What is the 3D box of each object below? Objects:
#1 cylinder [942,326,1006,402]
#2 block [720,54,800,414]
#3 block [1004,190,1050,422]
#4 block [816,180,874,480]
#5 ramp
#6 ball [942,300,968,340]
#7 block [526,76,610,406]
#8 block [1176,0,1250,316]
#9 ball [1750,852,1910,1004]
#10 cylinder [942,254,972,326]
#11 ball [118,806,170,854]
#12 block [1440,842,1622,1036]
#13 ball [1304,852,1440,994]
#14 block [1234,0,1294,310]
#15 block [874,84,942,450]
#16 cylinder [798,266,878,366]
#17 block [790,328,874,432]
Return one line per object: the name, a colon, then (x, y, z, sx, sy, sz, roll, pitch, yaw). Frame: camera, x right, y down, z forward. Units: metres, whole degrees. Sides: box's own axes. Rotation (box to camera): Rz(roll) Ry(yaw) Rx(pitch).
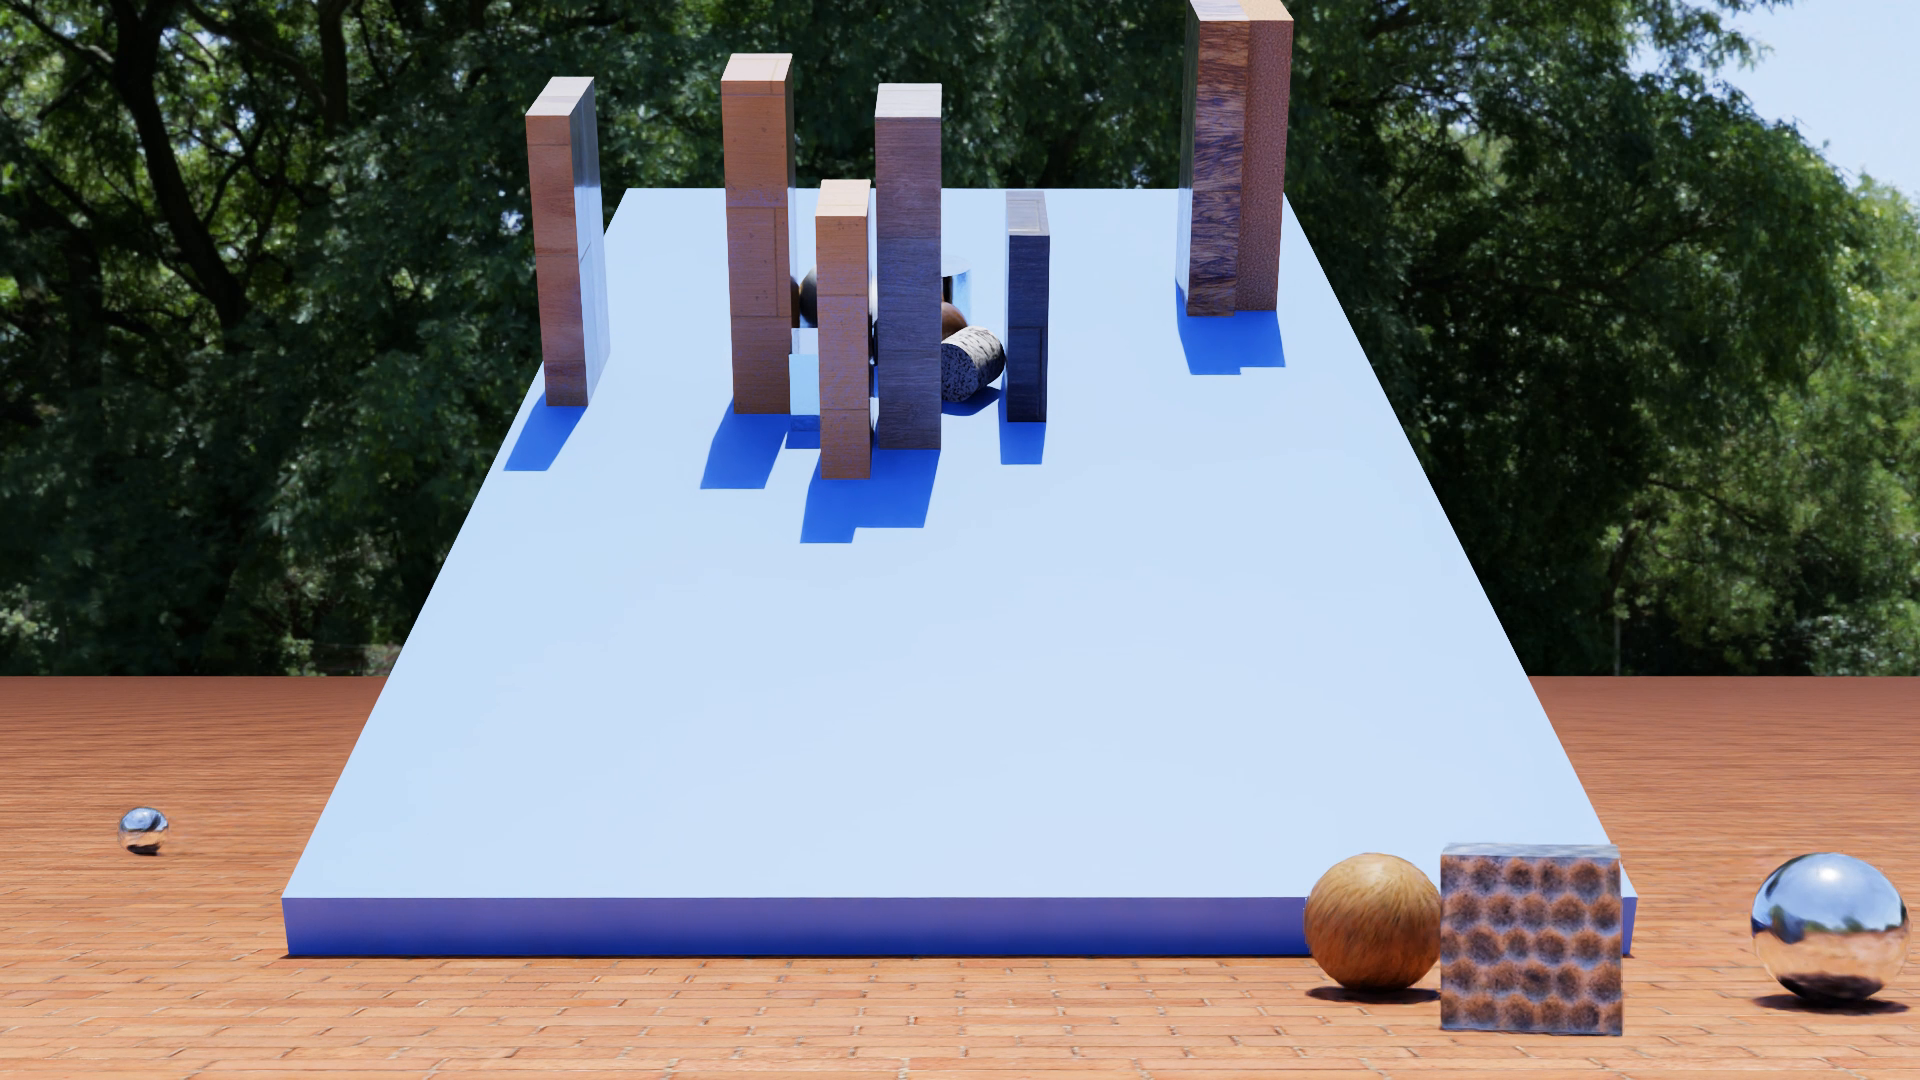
cylinder: (0.010, -0.410, 5.389, 0.143, 0.143, 0.143, -2, 20, 31)
block: (-0.446, -0.692, 5.258, 0.136, 0.763, 0.275, 0, 24, 0)
block: (0.151, -0.540, 5.321, 0.089, 0.436, 0.374, 0, 24, 0)
block: (-0.243, -0.449, 4.938, 0.103, 0.574, 0.283, 0, 24, 0)
ramp: (-0.008, -0.227, 5.273, 2.000, 0.100, 4.000, 0, 24, 0)
ball: (-0.059, -0.489, 5.540, 0.167, 0.167, 0.167, 0, -3, 0)
block: (-0.902, -0.693, 5.368, 0.096, 0.675, 0.384, 0, 24, 0)
block: (0.642, -0.987, 5.951, 0.121, 0.754, 0.348, 0, 24, 0)
ball: (1.108, 0.494, 2.957, 0.192, 0.192, 0.192, 0, -3, 0)
cylinder: (-0.071, -0.579, 5.701, 0.202, 0.202, 0.202, 0, 24, 0)
ball: (-1.874, 0.667, 5.326, 0.111, 0.111, 0.111, 0, -3, 0)
block: (0.694, 0.480, 2.820, 0.205, 0.205, 0.205, -1, -3, 15)
ball: (0.545, 0.503, 3.047, 0.184, 0.184, 0.184, 0, -3, 0)
block: (0.755, -1.000, 5.992, 0.124, 0.745, 0.332, 0, 24, 0)
block: (-0.109, -0.598, 5.078, 0.136, 0.736, 0.311, 0, 24, 0)
cylinder: (-0.262, -0.543, 5.529, 0.207, 0.207, 0.207, 35, 7, 16)
block: (-0.287, -0.362, 5.229, 0.182, 0.182, 0.182, 0, 24, -1)
